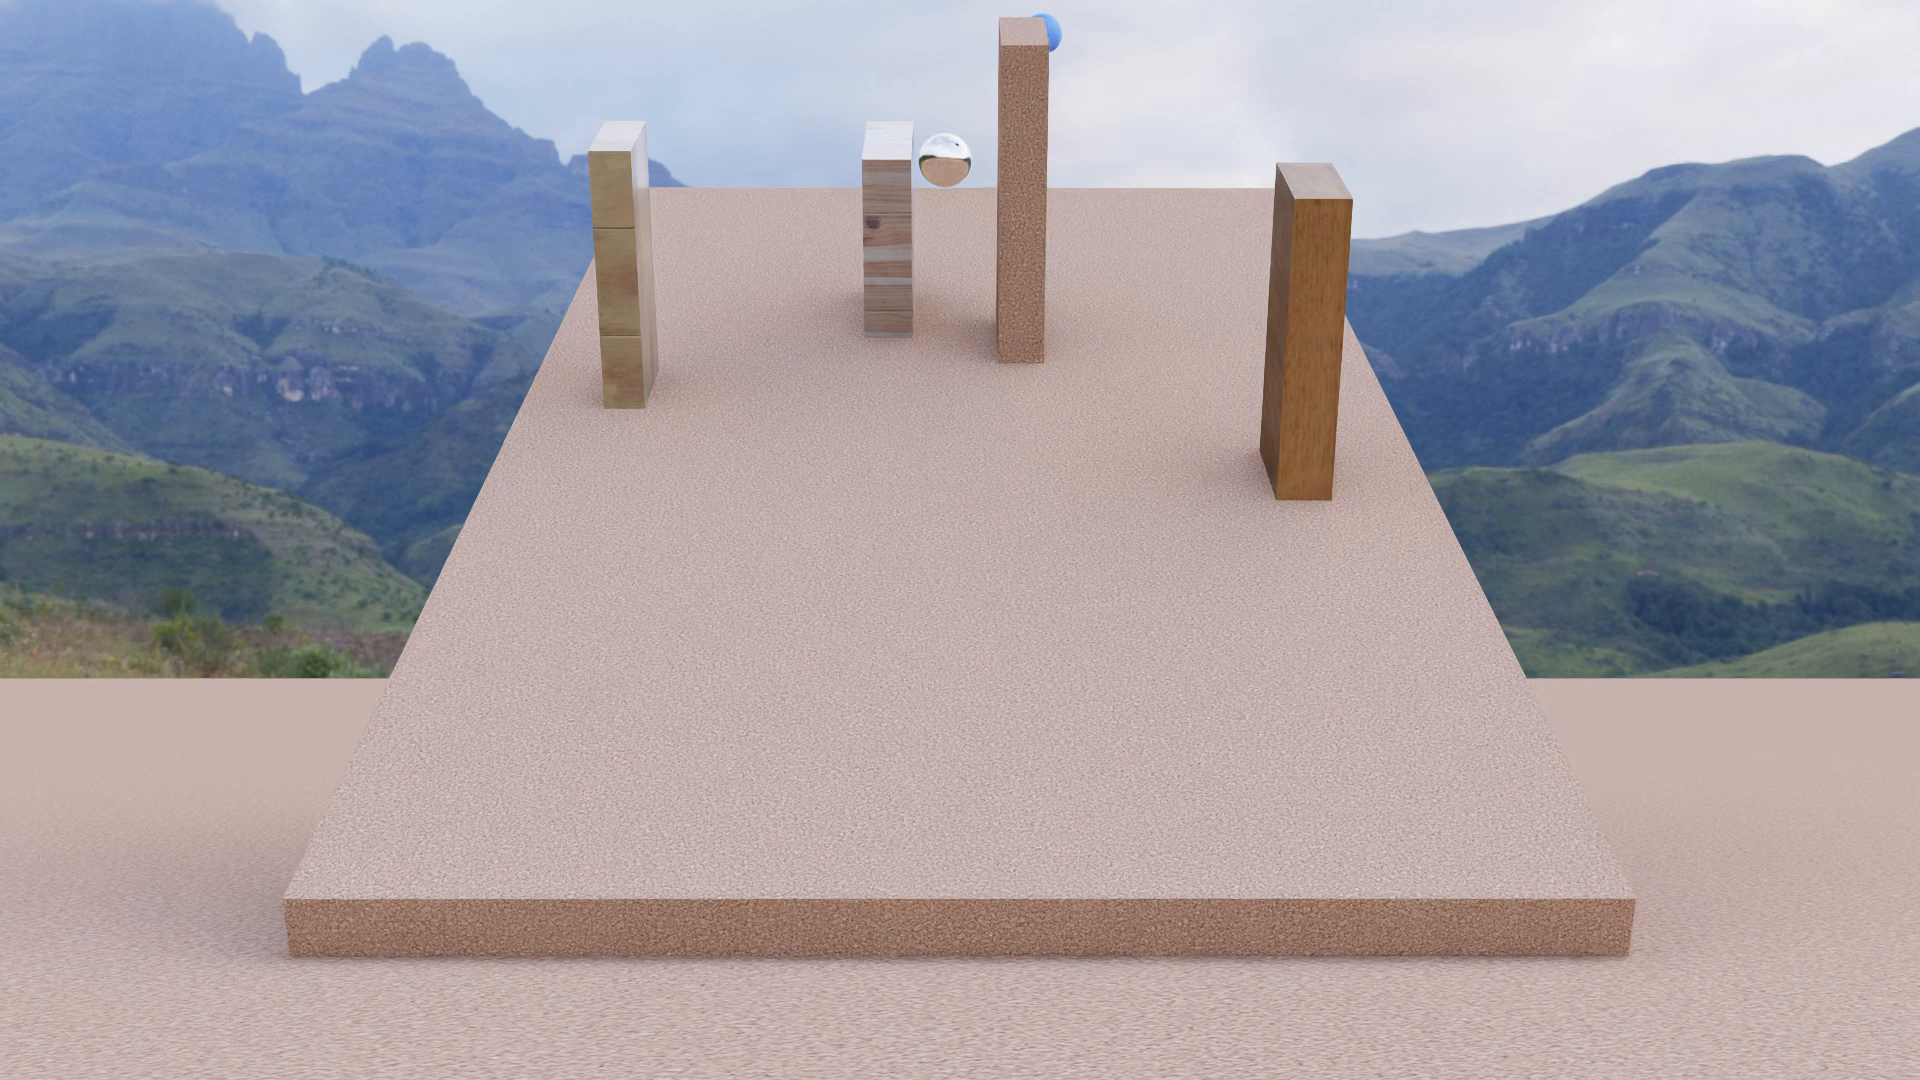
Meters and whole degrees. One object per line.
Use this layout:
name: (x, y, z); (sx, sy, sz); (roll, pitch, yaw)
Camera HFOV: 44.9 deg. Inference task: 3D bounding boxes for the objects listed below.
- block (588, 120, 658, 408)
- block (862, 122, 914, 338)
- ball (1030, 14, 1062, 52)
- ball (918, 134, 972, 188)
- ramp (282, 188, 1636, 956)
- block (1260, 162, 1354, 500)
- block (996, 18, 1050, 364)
block: (-0.768, -0.631, 5.325); (0.093, 0.601, 0.277); (0, 24, 0)
block: (-0.179, -0.789, 5.872); (0.119, 0.453, 0.388); (0, 24, 0)
ball: (0.242, -1.487, 6.818); (0.117, 0.117, 0.117); (0, -3, 0)
ball: (-0.044, -1.127, 6.891); (0.159, 0.159, 0.159); (0, -3, 0)
ramp: (-0.008, -0.227, 5.282); (2.000, 0.100, 4.000); (0, 24, 0)
block: (0.716, -0.434, 4.830); (0.115, 0.644, 0.282); (0, 24, 0)
block: (0.148, -0.844, 5.608); (0.109, 0.768, 0.328); (0, 24, 0)
